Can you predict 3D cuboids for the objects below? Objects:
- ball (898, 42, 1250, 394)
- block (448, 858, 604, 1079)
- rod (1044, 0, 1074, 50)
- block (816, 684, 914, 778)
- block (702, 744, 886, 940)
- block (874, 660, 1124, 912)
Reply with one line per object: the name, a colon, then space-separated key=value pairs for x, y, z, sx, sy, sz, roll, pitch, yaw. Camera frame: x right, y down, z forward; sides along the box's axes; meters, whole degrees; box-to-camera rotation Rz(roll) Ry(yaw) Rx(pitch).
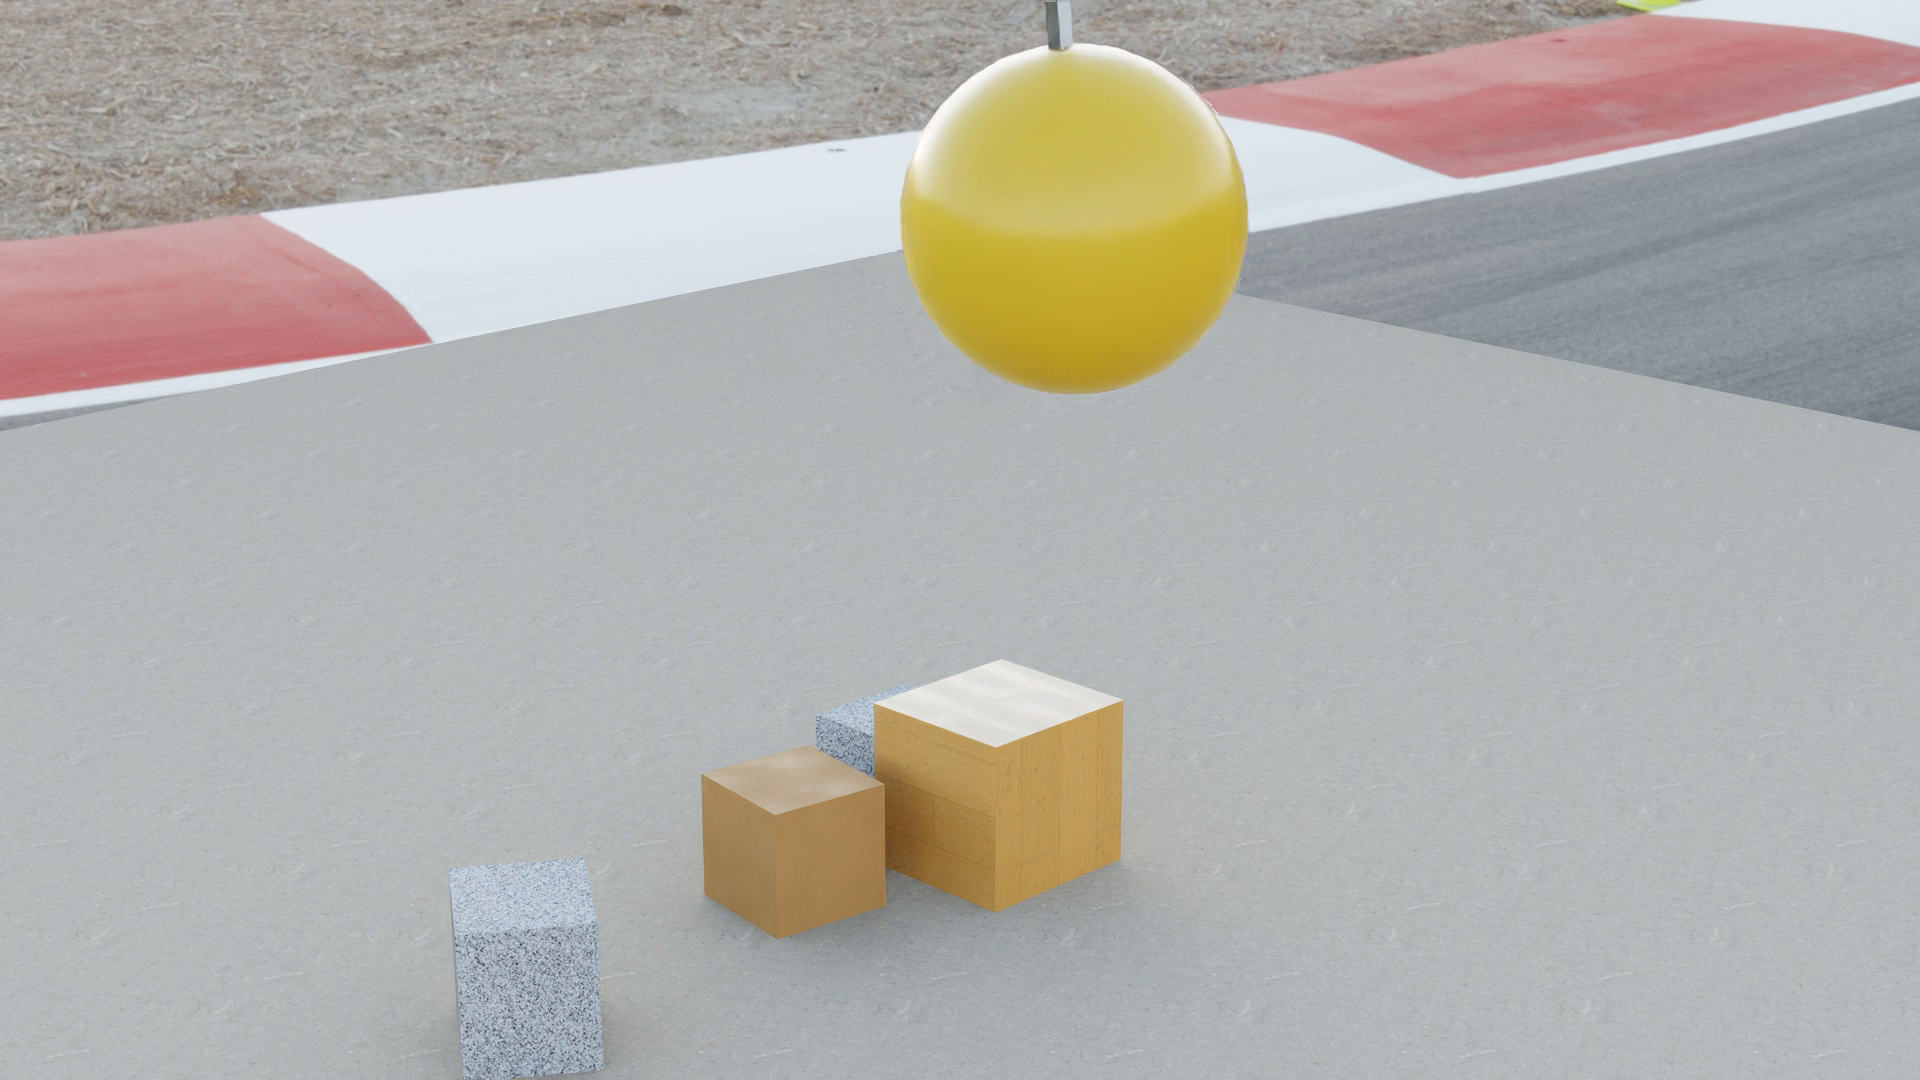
ball: x=0.520 y=-1.465 z=13.427 sx=1.600 sy=1.600 sz=1.600 roll=0 pitch=17 yaw=0
block: x=-1.751 y=1.723 z=11.804 sx=0.551 sy=0.635 sz=0.653 roll=-4 pitch=18 yaw=-11
rod: x=0.225 y=-4.596 z=12.134 sx=0.080 sy=5.200 sz=0.080 roll=17 pitch=31 yaw=42
block: x=-0.293 y=1.084 z=13.960 sx=0.590 sy=0.562 sz=0.510 roll=-17 pitch=24 yaw=-42
block: x=-0.744 y=1.340 z=13.103 sx=0.581 sy=0.586 sz=0.594 roll=-13 pitch=21 yaw=-35
block: x=0.177 y=1.112 z=13.491 sx=0.833 sy=0.788 sz=0.778 roll=-17 pitch=24 yaw=-42
